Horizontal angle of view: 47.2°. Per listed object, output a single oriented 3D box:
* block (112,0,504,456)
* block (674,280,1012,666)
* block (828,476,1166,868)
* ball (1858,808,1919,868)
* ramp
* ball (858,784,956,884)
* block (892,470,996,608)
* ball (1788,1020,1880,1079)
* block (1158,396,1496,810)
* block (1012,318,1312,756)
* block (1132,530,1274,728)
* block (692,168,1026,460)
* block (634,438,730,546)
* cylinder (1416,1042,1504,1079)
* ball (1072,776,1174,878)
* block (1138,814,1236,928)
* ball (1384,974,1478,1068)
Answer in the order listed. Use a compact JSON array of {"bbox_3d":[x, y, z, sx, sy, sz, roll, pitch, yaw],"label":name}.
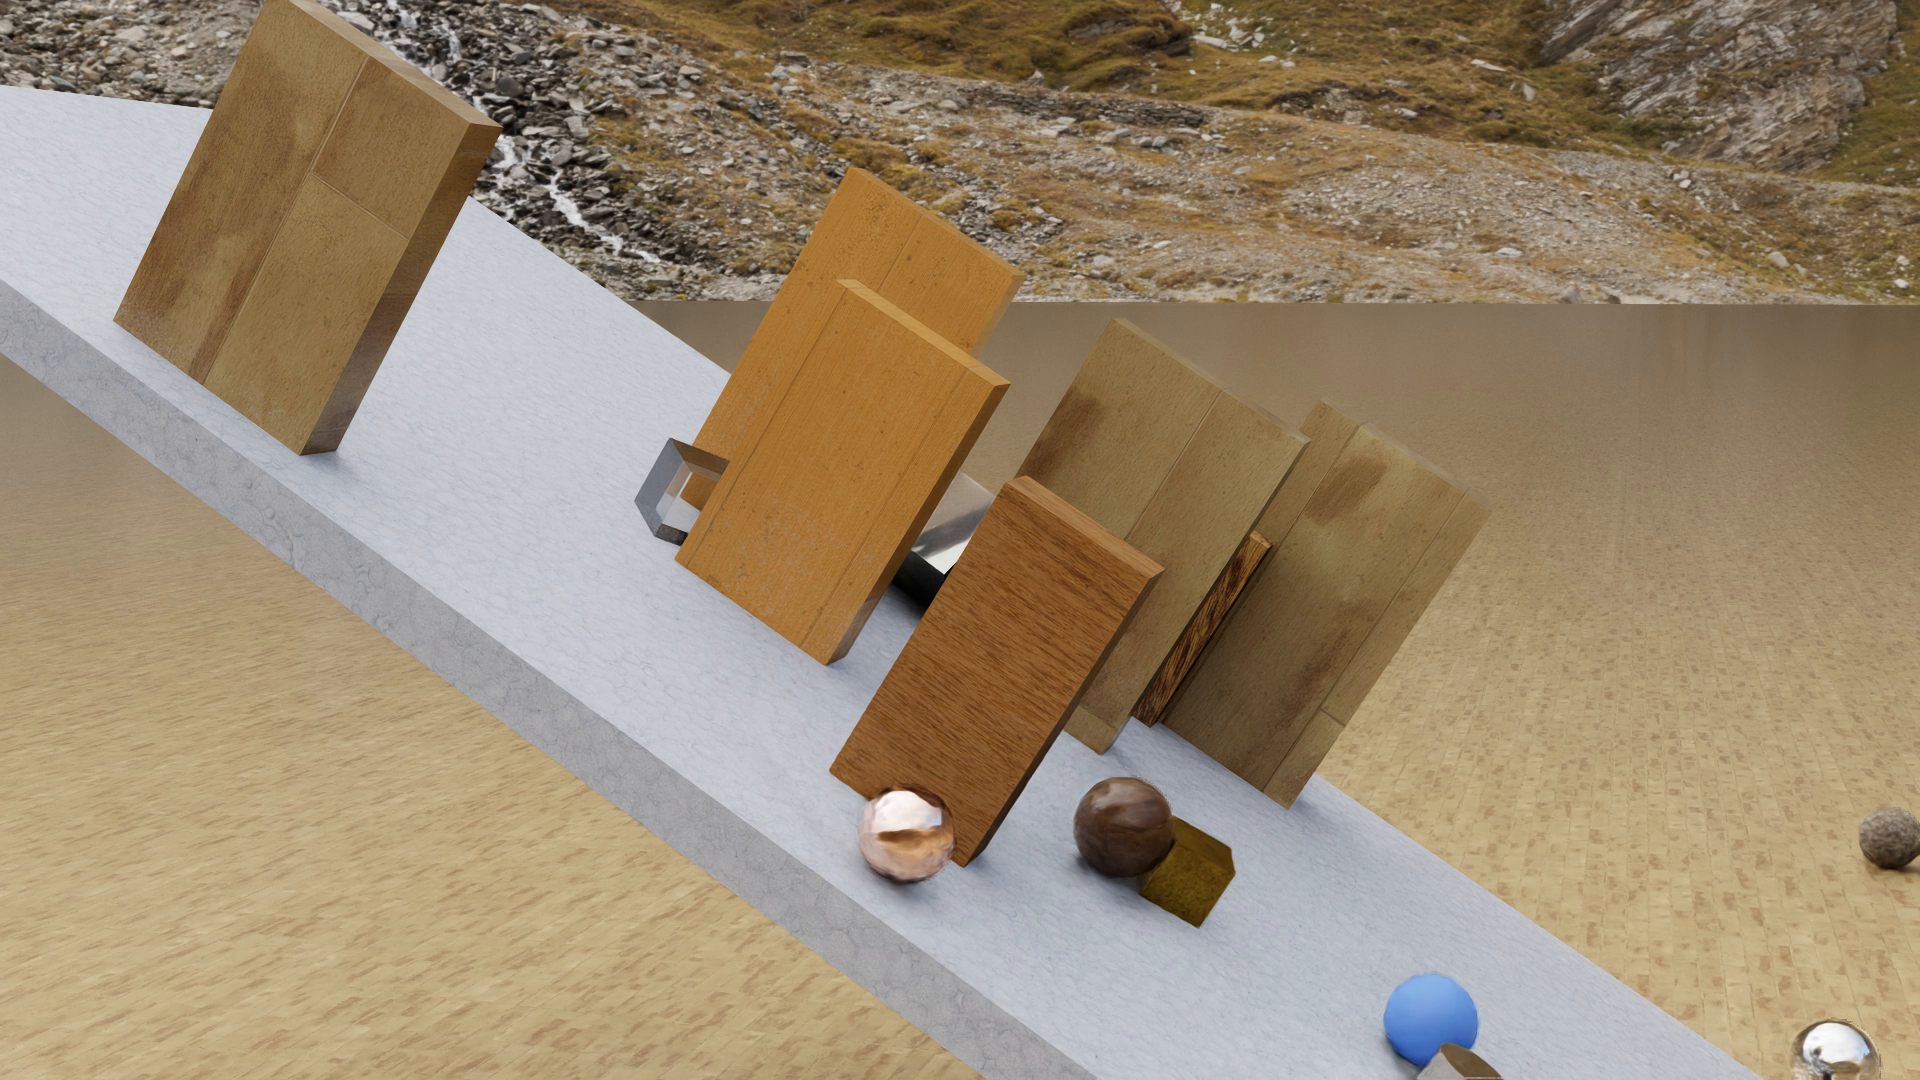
[{"bbox_3d":[-1.019,-0.488,3.418,0.392,0.592,0.101,34,15,11],"label":"block"},{"bbox_3d":[-0.209,-0.118,3.844,0.335,0.581,0.105,34,15,11],"label":"block"},{"bbox_3d":[0.054,0.203,3.401,0.261,0.545,0.118,34,15,11],"label":"block"},{"bbox_3d":[2.905,0.932,6.867,0.185,0.185,0.185,0,7,0],"label":"ball"},{"bbox_3d":[-0.150,0.249,4.111,4.000,0.100,2.000,34,15,11],"label":"ramp"},{"bbox_3d":[-0.077,0.428,3.201,0.144,0.144,0.144,0,7,0],"label":"ball"},{"bbox_3d":[-0.046,-0.009,4.403,0.200,0.200,0.200,36,-24,17],"label":"block"},{"bbox_3d":[1.946,1.166,4.899,0.190,0.190,0.190,0,7,0],"label":"ball"},{"bbox_3d":[0.723,0.130,4.565,0.410,0.747,0.147,34,15,11],"label":"block"},{"bbox_3d":[0.292,-0.006,4.210,0.429,0.716,0.102,34,15,11],"label":"block"},{"bbox_3d":[0.402,0.109,4.576,0.309,0.451,0.141,34,15,11],"label":"block"},{"bbox_3d":[-0.218,-0.302,4.179,0.378,0.705,0.081,34,15,11],"label":"block"},{"bbox_3d":[-0.486,-0.076,4.024,0.140,0.140,0.140,21,18,-33],"label":"block"},{"bbox_3d":[0.774,0.881,3.455,0.127,0.127,0.127,29,15,-9],"label":"cylinder"},{"bbox_3d":[0.273,0.480,3.675,0.169,0.169,0.169,0,7,0],"label":"ball"},{"bbox_3d":[0.383,0.562,3.734,0.115,0.115,0.115,30,15,-6],"label":"block"},{"bbox_3d":[0.787,0.804,3.675,0.155,0.155,0.155,0,7,0],"label":"ball"}]
